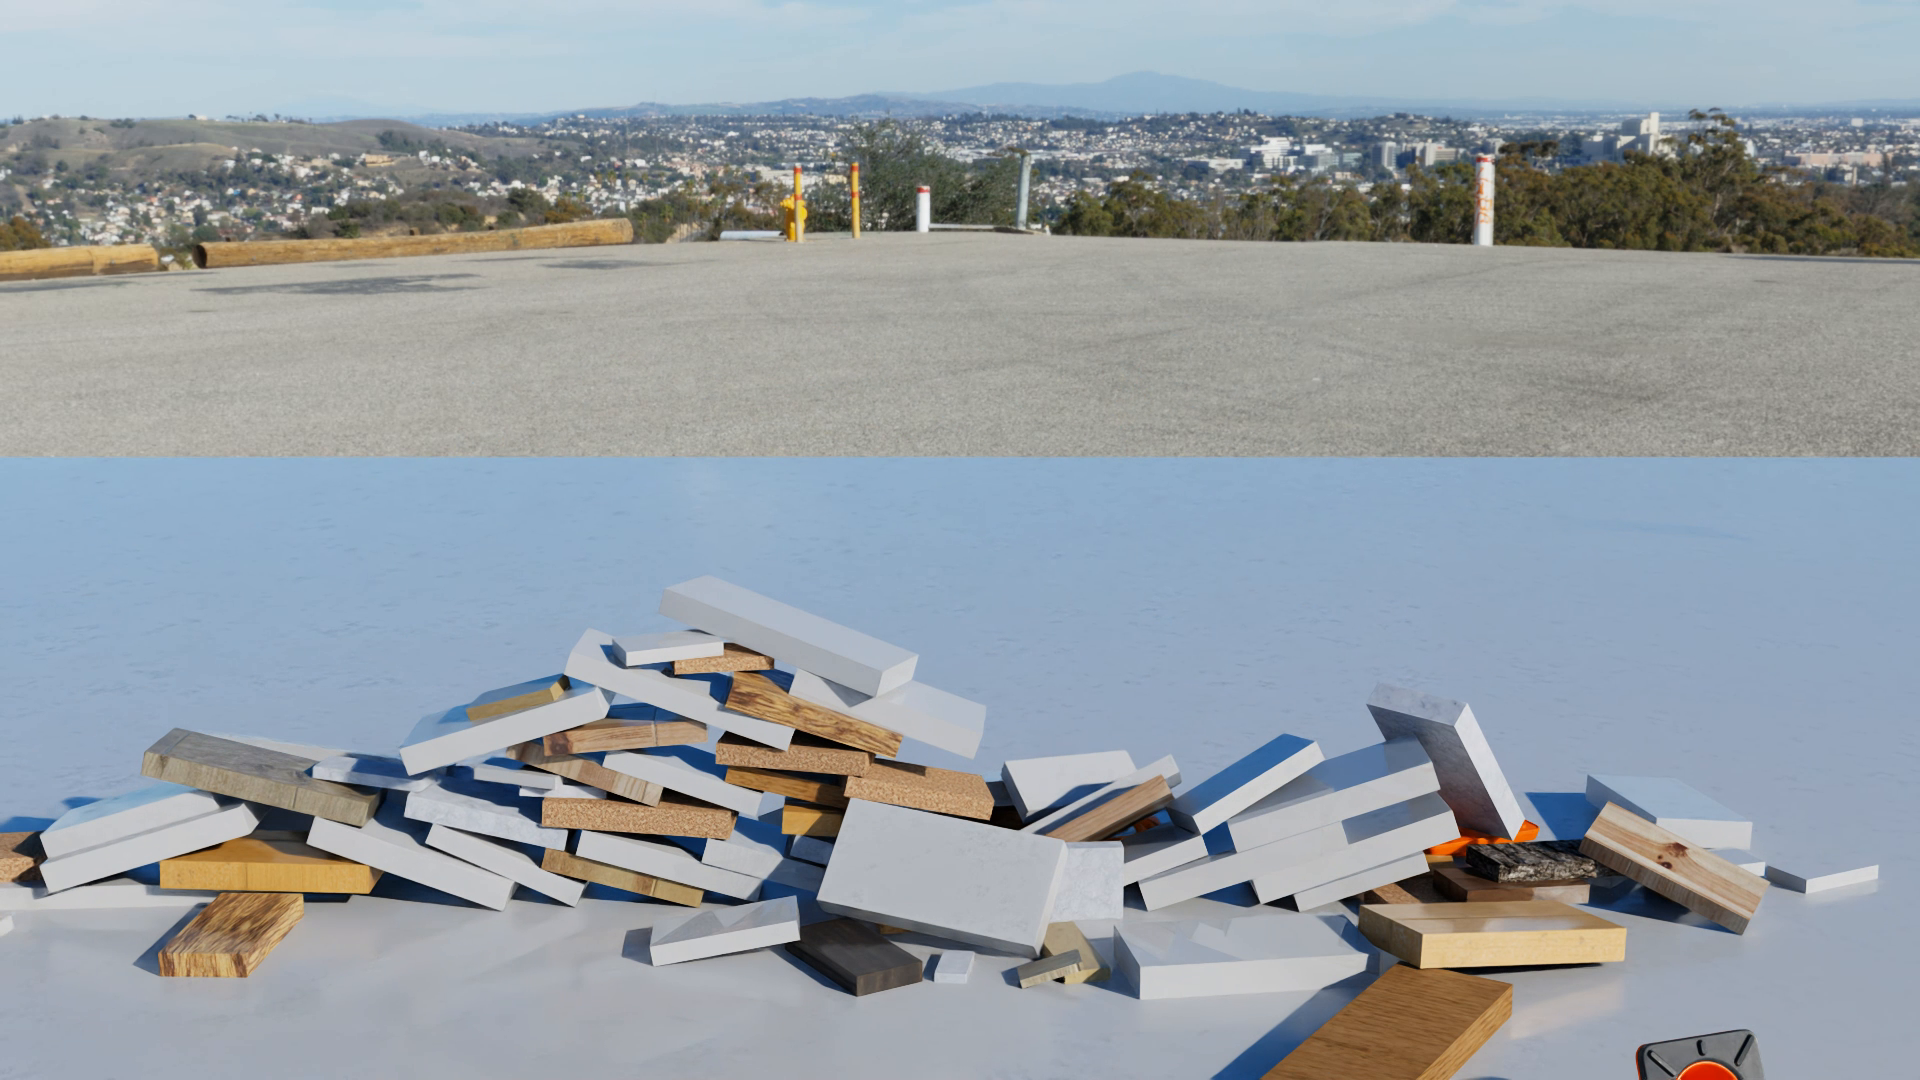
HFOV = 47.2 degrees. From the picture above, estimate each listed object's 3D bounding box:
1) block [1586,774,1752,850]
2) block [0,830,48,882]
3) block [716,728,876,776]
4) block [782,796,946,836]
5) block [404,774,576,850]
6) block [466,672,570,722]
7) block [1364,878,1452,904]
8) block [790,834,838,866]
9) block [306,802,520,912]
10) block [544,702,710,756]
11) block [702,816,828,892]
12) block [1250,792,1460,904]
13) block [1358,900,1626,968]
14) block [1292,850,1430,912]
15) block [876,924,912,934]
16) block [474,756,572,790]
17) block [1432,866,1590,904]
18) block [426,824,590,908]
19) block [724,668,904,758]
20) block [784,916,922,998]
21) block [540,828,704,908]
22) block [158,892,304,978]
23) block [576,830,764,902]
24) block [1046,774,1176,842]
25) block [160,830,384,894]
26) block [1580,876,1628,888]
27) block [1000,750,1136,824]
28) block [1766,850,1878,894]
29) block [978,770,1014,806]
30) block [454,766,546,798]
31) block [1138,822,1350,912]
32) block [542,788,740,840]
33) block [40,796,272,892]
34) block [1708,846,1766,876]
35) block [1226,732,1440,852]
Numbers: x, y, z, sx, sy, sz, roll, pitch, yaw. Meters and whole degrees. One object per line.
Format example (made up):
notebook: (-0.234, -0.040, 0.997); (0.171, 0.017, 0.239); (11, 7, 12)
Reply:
block: (1.278, 0.490, 3.983); (0.171, 0.048, 0.342); (3, 6, -4)
block: (-1.645, 0.532, 3.663); (0.287, 0.041, 0.144); (-2, 11, -12)
block: (-0.264, 0.340, 3.587); (0.244, 0.035, 0.122); (4, 13, 7)
block: (-0.157, 0.453, 3.633); (0.266, 0.038, 0.133); (4, 11, -3)
block: (-0.771, 0.449, 3.643); (0.266, 0.038, 0.133); (12, 10, -2)
block: (-0.712, 0.252, 3.544); (0.151, 0.021, 0.076); (-14, 14, 14)
block: (0.787, 0.587, 3.600); (0.221, 0.031, 0.110); (-3, 11, -14)
block: (-0.149, 0.520, 3.655); (0.266, 0.038, 0.133); (17, 10, -7)
block: (-0.894, 0.512, 3.653); (0.336, 0.048, 0.168); (20, 10, -3)
block: (-0.540, 0.303, 3.582); (0.260, 0.037, 0.130); (-4, 13, -4)
block: (-0.270, 0.530, 3.653); (0.304, 0.043, 0.152); (15, 10, -4)
block: (0.642, 0.502, 3.659); (0.342, 0.048, 0.171); (-19, 10, 2)
block: (0.808, 0.598, 3.347); (0.357, 0.051, 0.179); (2, 4, -20)
block: (0.653, 0.547, 3.625); (0.221, 0.031, 0.110); (-18, 10, 4)
block: (-0.084, 0.612, 3.515); (0.096, 0.014, 0.048); (-2, 11, -12)
block: (-0.714, 0.381, 3.598); (0.140, 0.020, 0.070); (6, 10, 11)
block: (0.893, 0.561, 3.566); (0.221, 0.031, 0.110); (0, 10, -16)
block: (-0.743, 0.519, 3.656); (0.266, 0.038, 0.133); (24, 10, -3)
block: (-0.237, 0.272, 3.574); (0.285, 0.040, 0.143); (18, 13, -9)
block: (-0.164, 0.633, 3.351); (0.113, 0.032, 0.226); (-7, 12, -32)
block: (-0.551, 0.540, 3.656); (0.265, 0.038, 0.133); (14, 10, -3)
block: (-1.134, 0.615, 3.434); (0.133, 0.038, 0.265); (0, 11, 2)
block: (-0.473, 0.517, 3.652); (0.304, 0.043, 0.152); (15, 10, -4)
block: (0.241, 0.473, 3.682); (0.248, 0.035, 0.124); (-28, -17, 2)
block: (-1.131, 0.532, 3.652); (0.336, 0.048, 0.168); (2, 10, -2)
block: (1.121, 0.550, 3.802); (0.105, 0.030, 0.211); (9, 14, 40)
block: (0.203, 0.432, 3.857); (0.238, 0.034, 0.119); (-3, 40, -22)
block: (1.467, 0.564, 3.741); (0.170, 0.024, 0.085); (-5, 12, -27)
block: (0.093, 0.454, 4.046); (0.158, 0.045, 0.315); (-7, -3, 15)
block: (-0.872, 0.481, 3.949); (0.330, 0.047, 0.165); (2, 35, 12)
block: (0.463, 0.514, 3.649); (0.342, 0.048, 0.171); (-18, 10, 5)
block: (-0.523, 0.440, 3.636); (0.304, 0.043, 0.152); (4, 10, 0)
block: (-1.323, 0.487, 3.634); (0.336, 0.048, 0.168); (-16, 10, -1)
block: (1.254, 0.548, 3.698); (0.170, 0.024, 0.085); (-3, 11, -17)
block: (0.606, 0.415, 3.630); (0.342, 0.048, 0.171); (-18, 10, 5)
